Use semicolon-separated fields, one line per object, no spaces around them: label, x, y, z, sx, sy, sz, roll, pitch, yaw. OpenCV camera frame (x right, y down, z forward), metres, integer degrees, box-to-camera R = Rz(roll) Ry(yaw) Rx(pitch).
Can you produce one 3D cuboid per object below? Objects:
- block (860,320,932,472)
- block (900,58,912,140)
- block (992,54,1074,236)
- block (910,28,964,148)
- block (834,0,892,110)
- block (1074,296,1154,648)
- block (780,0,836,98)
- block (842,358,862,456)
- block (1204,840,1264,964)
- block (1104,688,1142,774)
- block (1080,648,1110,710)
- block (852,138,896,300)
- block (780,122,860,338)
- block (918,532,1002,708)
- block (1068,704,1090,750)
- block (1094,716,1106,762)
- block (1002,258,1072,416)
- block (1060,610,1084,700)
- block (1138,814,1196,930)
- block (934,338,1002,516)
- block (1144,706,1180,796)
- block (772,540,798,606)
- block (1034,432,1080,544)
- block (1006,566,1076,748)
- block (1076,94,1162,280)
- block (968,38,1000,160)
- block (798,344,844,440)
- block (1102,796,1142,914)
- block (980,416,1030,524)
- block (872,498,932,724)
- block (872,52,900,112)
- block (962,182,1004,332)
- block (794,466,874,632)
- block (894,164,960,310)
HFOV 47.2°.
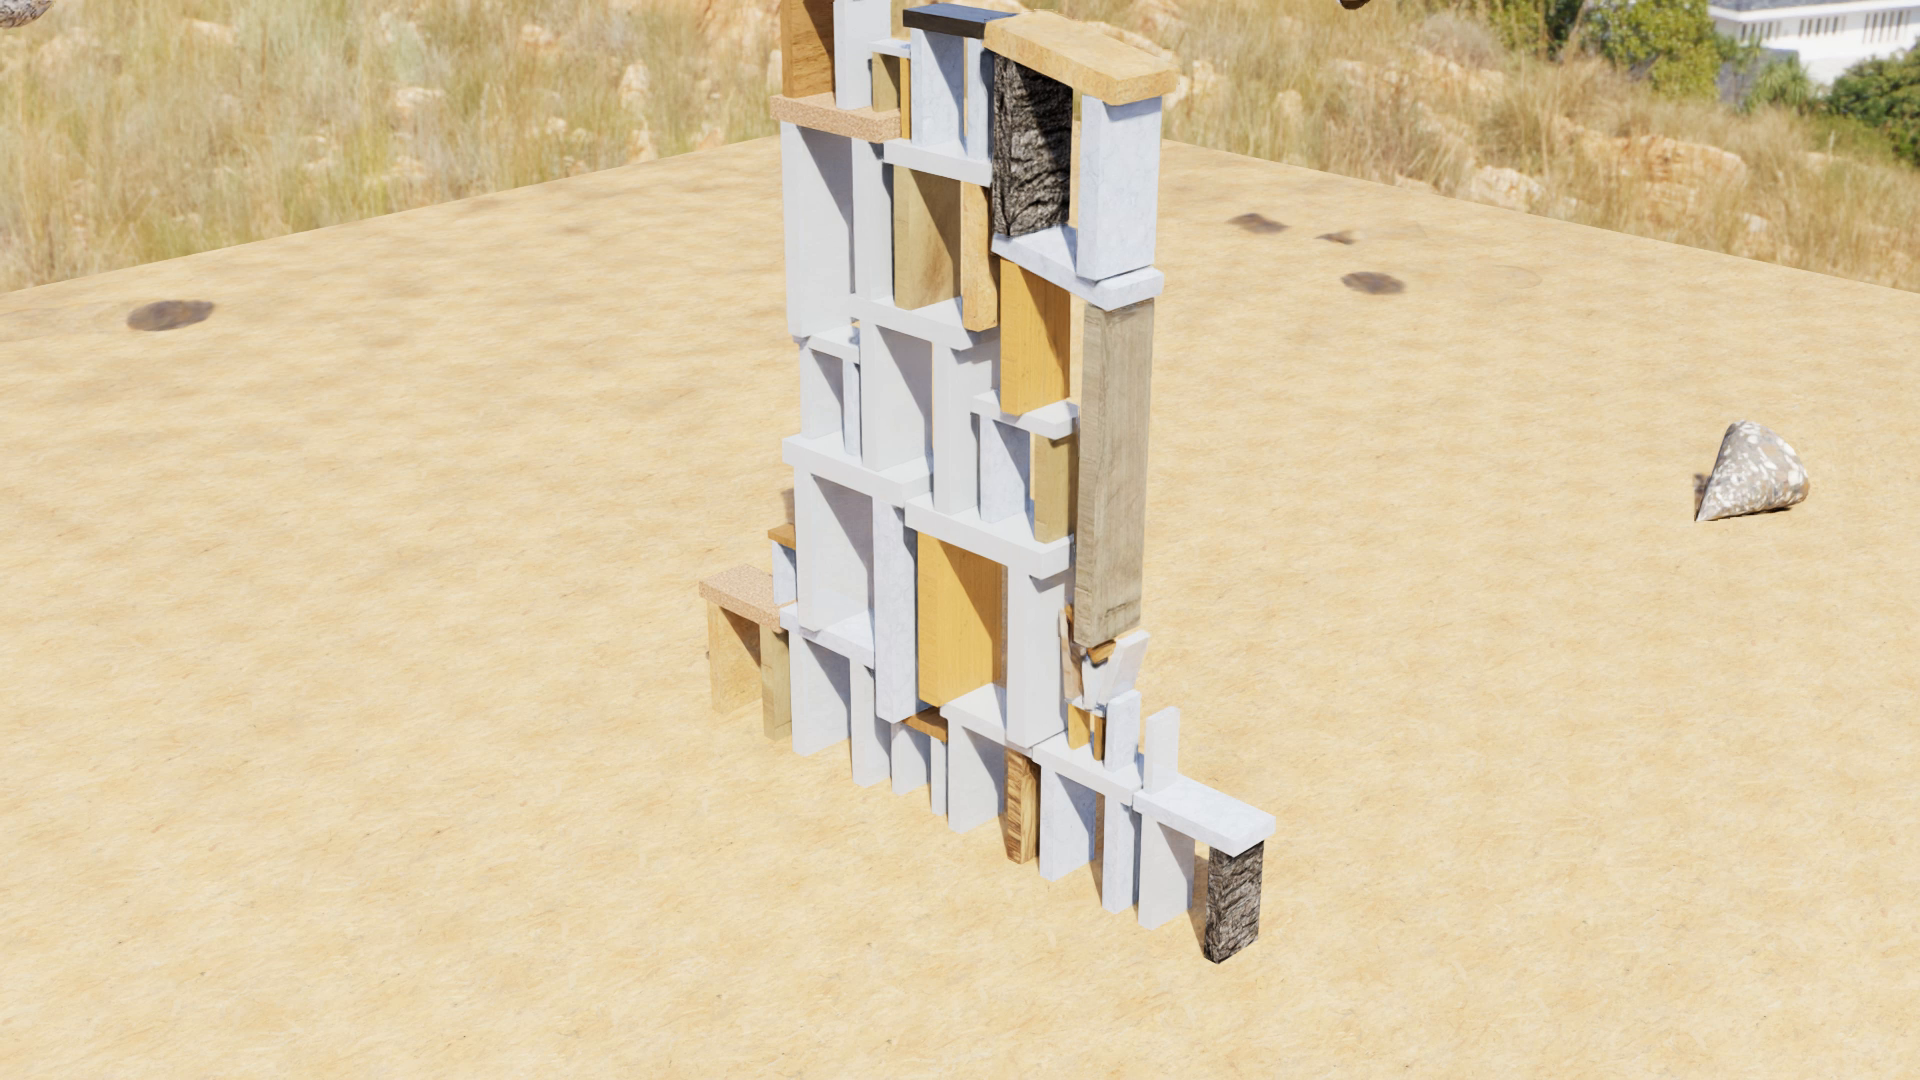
block;-0.121;-0.293;4.223;0.148;0.296;0.042;-21;31;-40
block;-0.082;-0.800;3.966;0.054;0.146;0.015;-21;31;-40
block;0.126;-0.689;3.790;0.043;0.303;0.152;22;32;40
block;-0.040;-0.813;3.917;0.029;0.207;0.104;21;31;41
block;-0.177;-0.908;4.023;0.112;0.223;0.032;-21;31;-40
block;0.271;-0.121;3.884;0.039;0.633;0.139;22;31;40
block;-0.283;-0.949;4.120;0.032;0.223;0.112;21;31;40
block;-0.182;-0.270;4.300;0.097;0.193;0.027;-21;31;-40
block;0.494;0.636;3.961;0.033;0.234;0.117;21;31;41
block;0.300;0.352;4.045;0.071;0.142;0.020;-21;32;-41
block;0.251;0.248;4.051;0.016;0.115;0.058;11;24;43
block;-0.129;-0.610;4.100;0.042;0.300;0.150;21;31;41
block;-0.269;-0.612;4.255;0.150;0.417;0.042;-21;31;-40
block;0.001;0.129;4.281;0.179;0.357;0.051;-21;31;-40
block;0.224;0.343;4.129;0.013;0.093;0.046;18;28;41
block;0.270;0.361;4.086;0.046;0.093;0.013;-21;31;-41
block;0.136;-0.374;3.920;0.039;0.278;0.139;21;31;41
block;0.214;0.205;4.071;0.016;0.172;0.058;12;24;41
block;0.384;0.593;4.063;0.033;0.234;0.117;21;31;41
block;0.018;-0.223;4.101;0.042;0.330;0.148;21;31;41
block;0.365;0.381;3.986;0.020;0.150;0.071;21;31;41
block;-0.367;0.060;4.654;0.018;0.146;0.063;21;31;41
block;0.181;-0.105;3.982;0.103;0.206;0.029;-21;30;-41
block;0.169;0.195;4.126;0.179;0.357;0.051;-21;31;-40
block;0.266;-0.599;3.675;0.043;0.303;0.152;22;32;40
block;0.060;-0.775;3.829;0.029;0.207;0.104;21;31;41
block;-0.273;-0.306;4.384;0.097;0.194;0.027;-21;31;-40
block;0.322;0.568;4.114;0.034;0.241;0.121;21;31;41
block;0.084;-0.143;4.072;0.103;0.206;0.029;-21;30;-41
block;-0.089;0.118;4.366;0.174;0.474;0.049;-21;31;-41
block;-0.134;-0.838;4.007;0.054;0.108;0.015;-21;31;-40
block;0.066;-0.517;3.925;0.133;0.266;0.038;-21;31;-40
block;-0.253;-0.004;4.493;0.049;0.348;0.174;21;31;41
block;-0.059;-0.567;4.040;0.038;0.266;0.133;21;31;40
